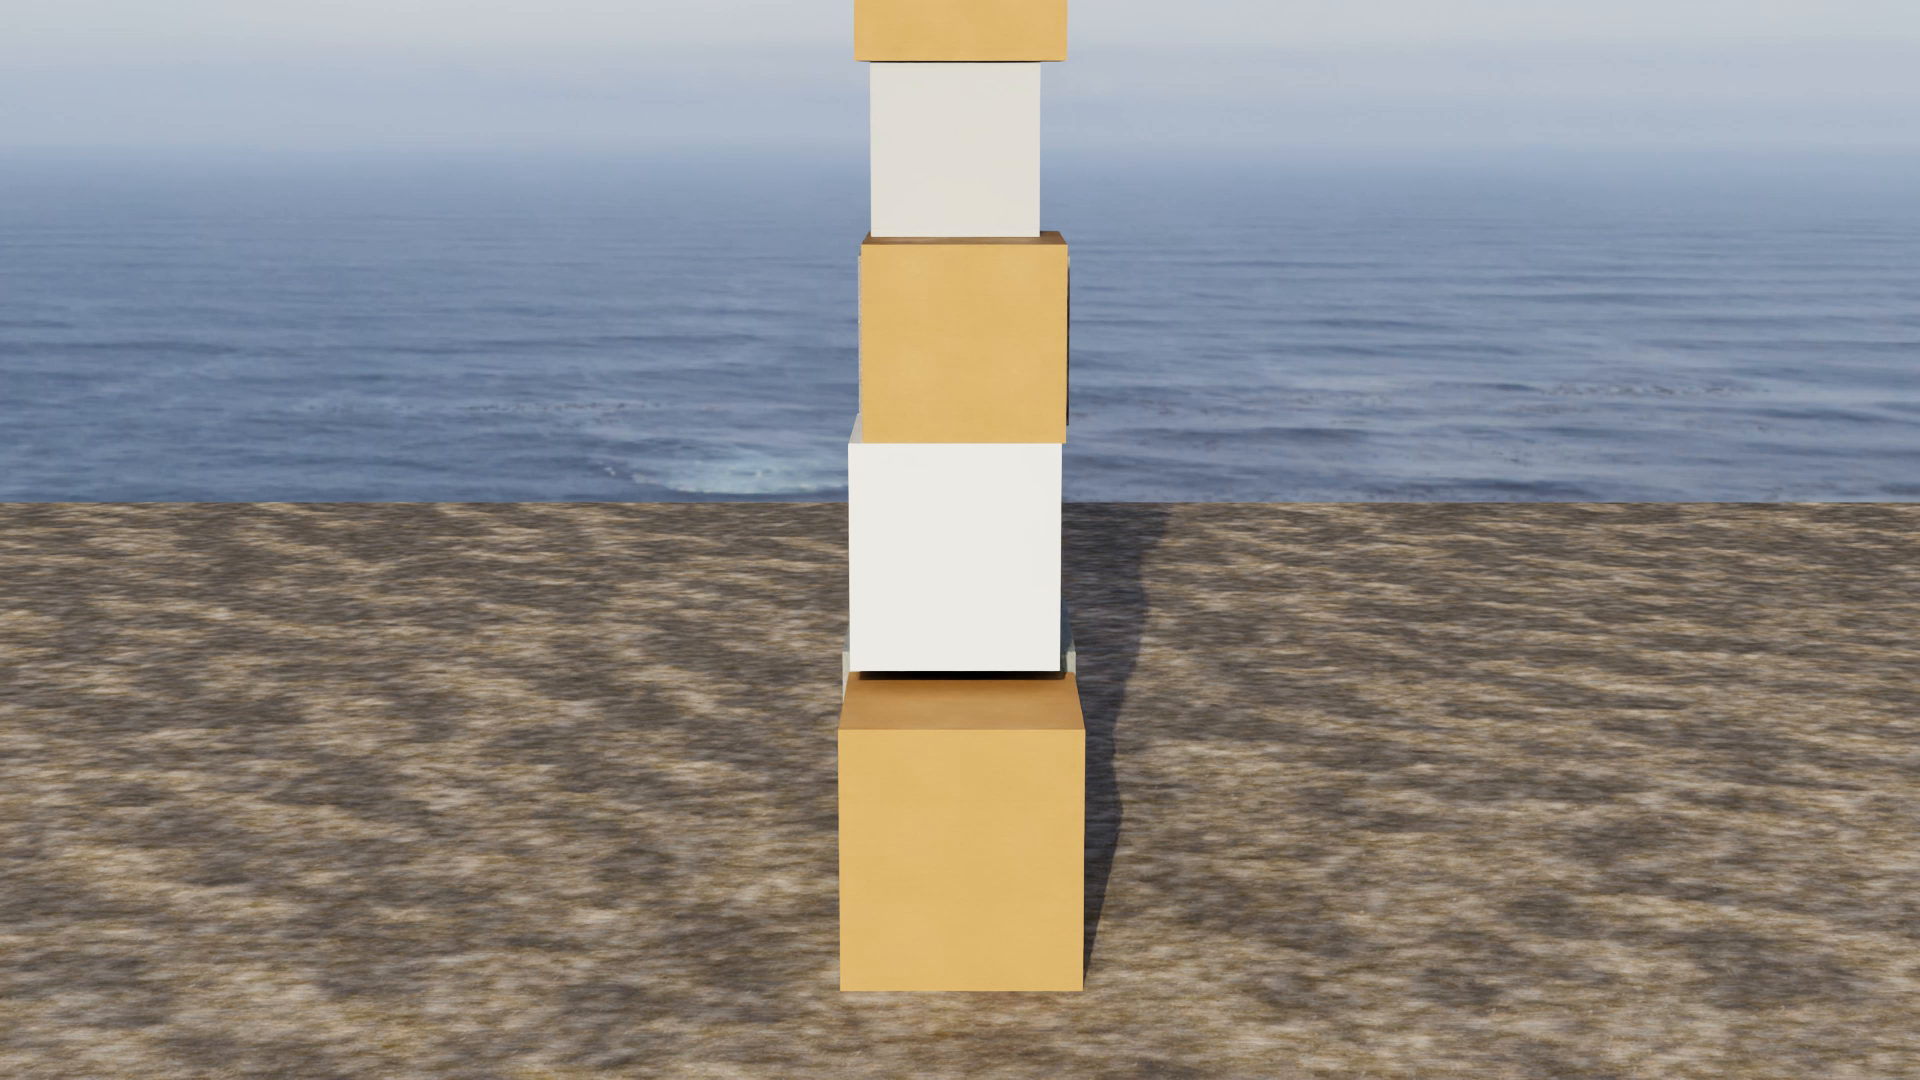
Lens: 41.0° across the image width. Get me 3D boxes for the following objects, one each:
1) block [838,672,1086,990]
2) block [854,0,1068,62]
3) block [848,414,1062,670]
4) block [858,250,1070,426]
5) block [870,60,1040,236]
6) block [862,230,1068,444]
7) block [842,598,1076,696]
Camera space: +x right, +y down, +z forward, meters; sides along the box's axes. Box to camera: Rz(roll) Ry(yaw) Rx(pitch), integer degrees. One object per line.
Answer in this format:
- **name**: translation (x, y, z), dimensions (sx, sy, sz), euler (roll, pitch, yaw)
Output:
- **block**: translation (0.006, 1.150, 10.327), dimensions (0.940, 1.043, 0.957), euler (0, 10, 0)
- **block**: translation (0.003, -2.459, 10.733), dimensions (0.863, 0.896, 0.827), euler (0, 10, 0)
- **block**: translation (-0.020, -0.010, 10.729), dimensions (0.846, 0.926, 0.928), euler (0, 10, 0)
- **block**: translation (0.017, -0.933, 11.476), dimensions (0.908, 0.731, 0.871), euler (0, 10, 0)
- **block**: translation (-0.019, -1.668, 10.877), dimensions (0.692, 0.713, 0.779), euler (0, 10, 0)
- **block**: translation (0.017, -0.852, 10.578), dimensions (0.809, 0.786, 0.906), euler (0, 10, 0)
- **block**: translation (-0.004, 0.919, 11.358), dimensions (0.972, 1.128, 1.135), euler (0, 10, 0)
